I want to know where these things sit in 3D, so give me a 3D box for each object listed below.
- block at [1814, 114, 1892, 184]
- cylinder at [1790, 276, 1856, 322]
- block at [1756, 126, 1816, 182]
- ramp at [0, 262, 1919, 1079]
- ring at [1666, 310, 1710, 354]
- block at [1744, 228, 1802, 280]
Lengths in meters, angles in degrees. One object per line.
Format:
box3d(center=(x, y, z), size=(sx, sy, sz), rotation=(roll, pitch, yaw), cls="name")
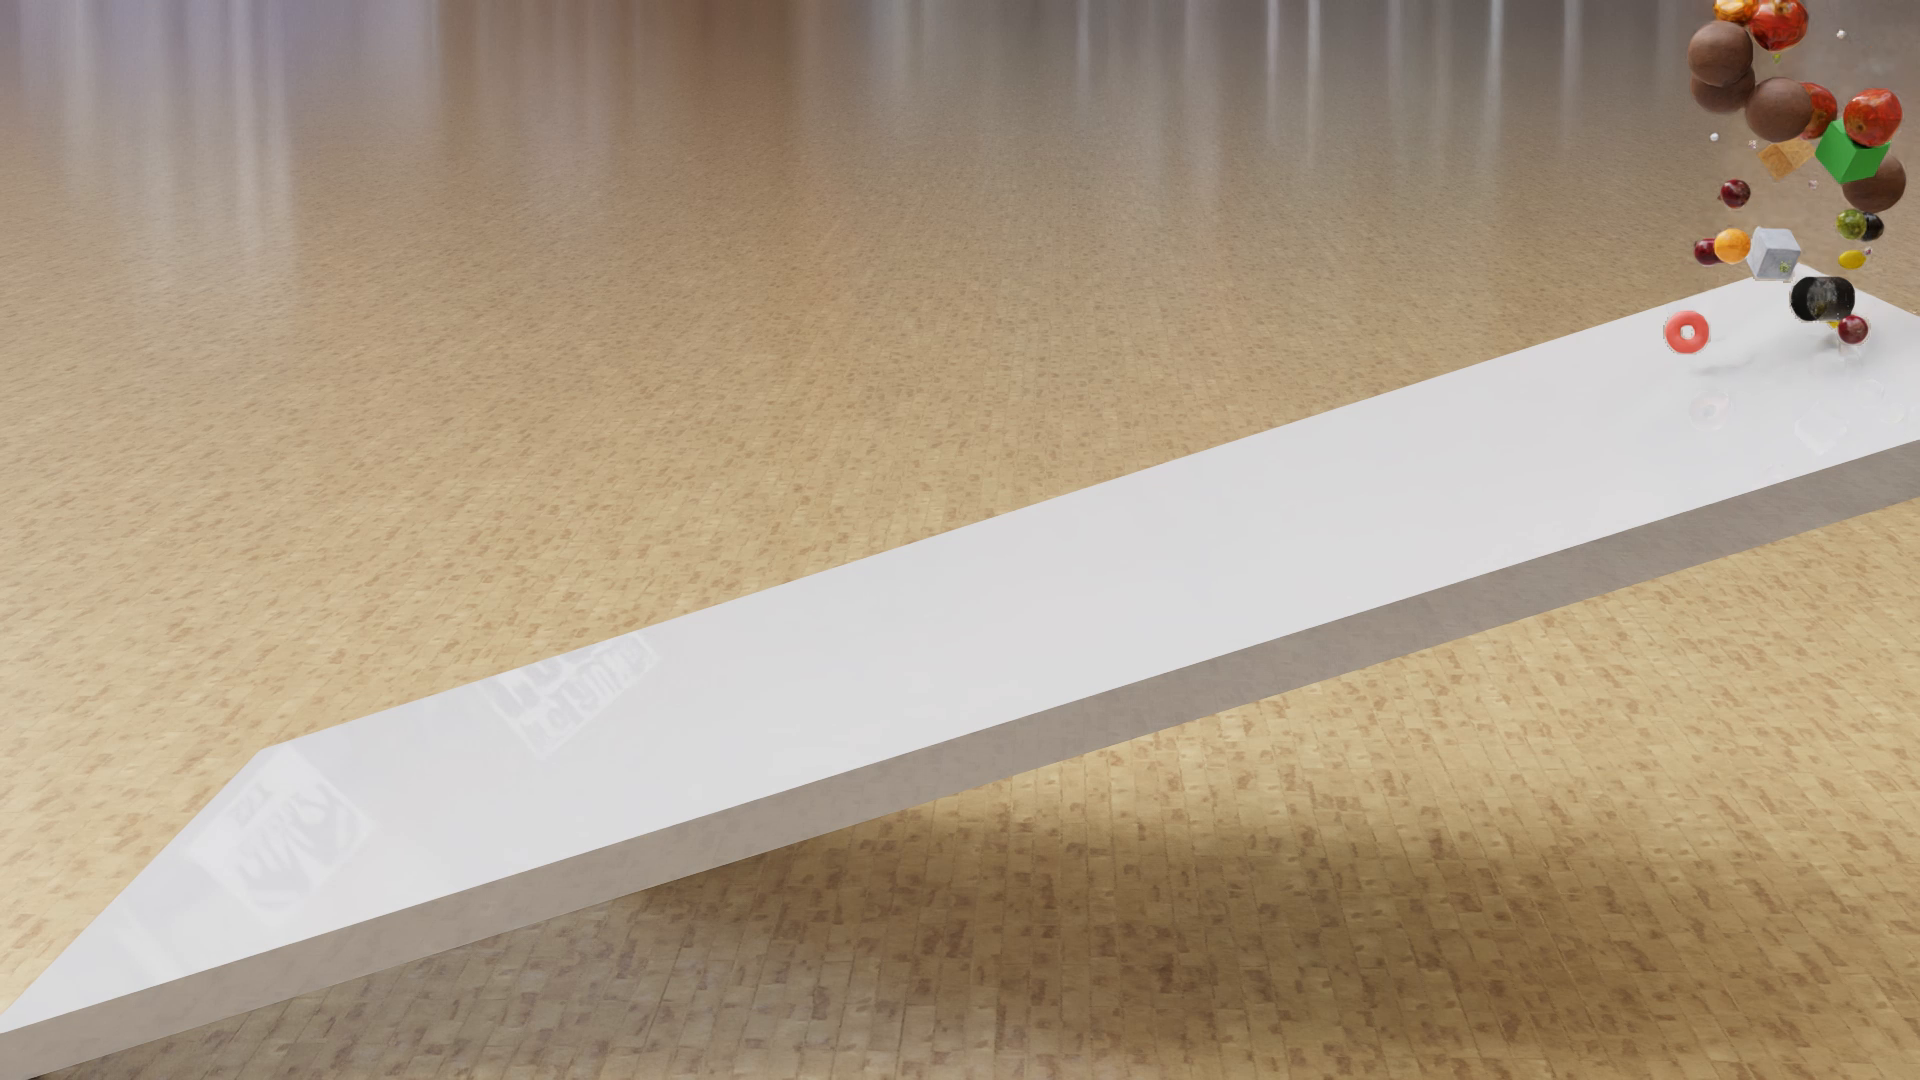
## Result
box3d(center=(1.794, -0.786, 5.912), size=(0.089, 0.089, 0.089), rotation=(-14, 54, -22), cls="block")
box3d(center=(1.784, -0.499, 6.080), size=(0.092, 0.092, 0.092), rotation=(-4, 12, -37), cls="cylinder")
box3d(center=(1.744, -0.815, 6.205), size=(0.072, 0.072, 0.072), rotation=(-36, -1, -23), cls="block")
box3d(center=(0.103, 0.182, 6.308), size=(4.000, 0.100, 2.000), rotation=(-18, 11, 5), cls="ramp")
box3d(center=(1.547, -0.442, 6.254), size=(0.093, 0.093, 0.031), rotation=(0, 3, 2), cls="ring")
box3d(center=(1.716, -0.604, 6.209), size=(0.076, 0.076, 0.076), rotation=(3, 40, -11), cls="block")
